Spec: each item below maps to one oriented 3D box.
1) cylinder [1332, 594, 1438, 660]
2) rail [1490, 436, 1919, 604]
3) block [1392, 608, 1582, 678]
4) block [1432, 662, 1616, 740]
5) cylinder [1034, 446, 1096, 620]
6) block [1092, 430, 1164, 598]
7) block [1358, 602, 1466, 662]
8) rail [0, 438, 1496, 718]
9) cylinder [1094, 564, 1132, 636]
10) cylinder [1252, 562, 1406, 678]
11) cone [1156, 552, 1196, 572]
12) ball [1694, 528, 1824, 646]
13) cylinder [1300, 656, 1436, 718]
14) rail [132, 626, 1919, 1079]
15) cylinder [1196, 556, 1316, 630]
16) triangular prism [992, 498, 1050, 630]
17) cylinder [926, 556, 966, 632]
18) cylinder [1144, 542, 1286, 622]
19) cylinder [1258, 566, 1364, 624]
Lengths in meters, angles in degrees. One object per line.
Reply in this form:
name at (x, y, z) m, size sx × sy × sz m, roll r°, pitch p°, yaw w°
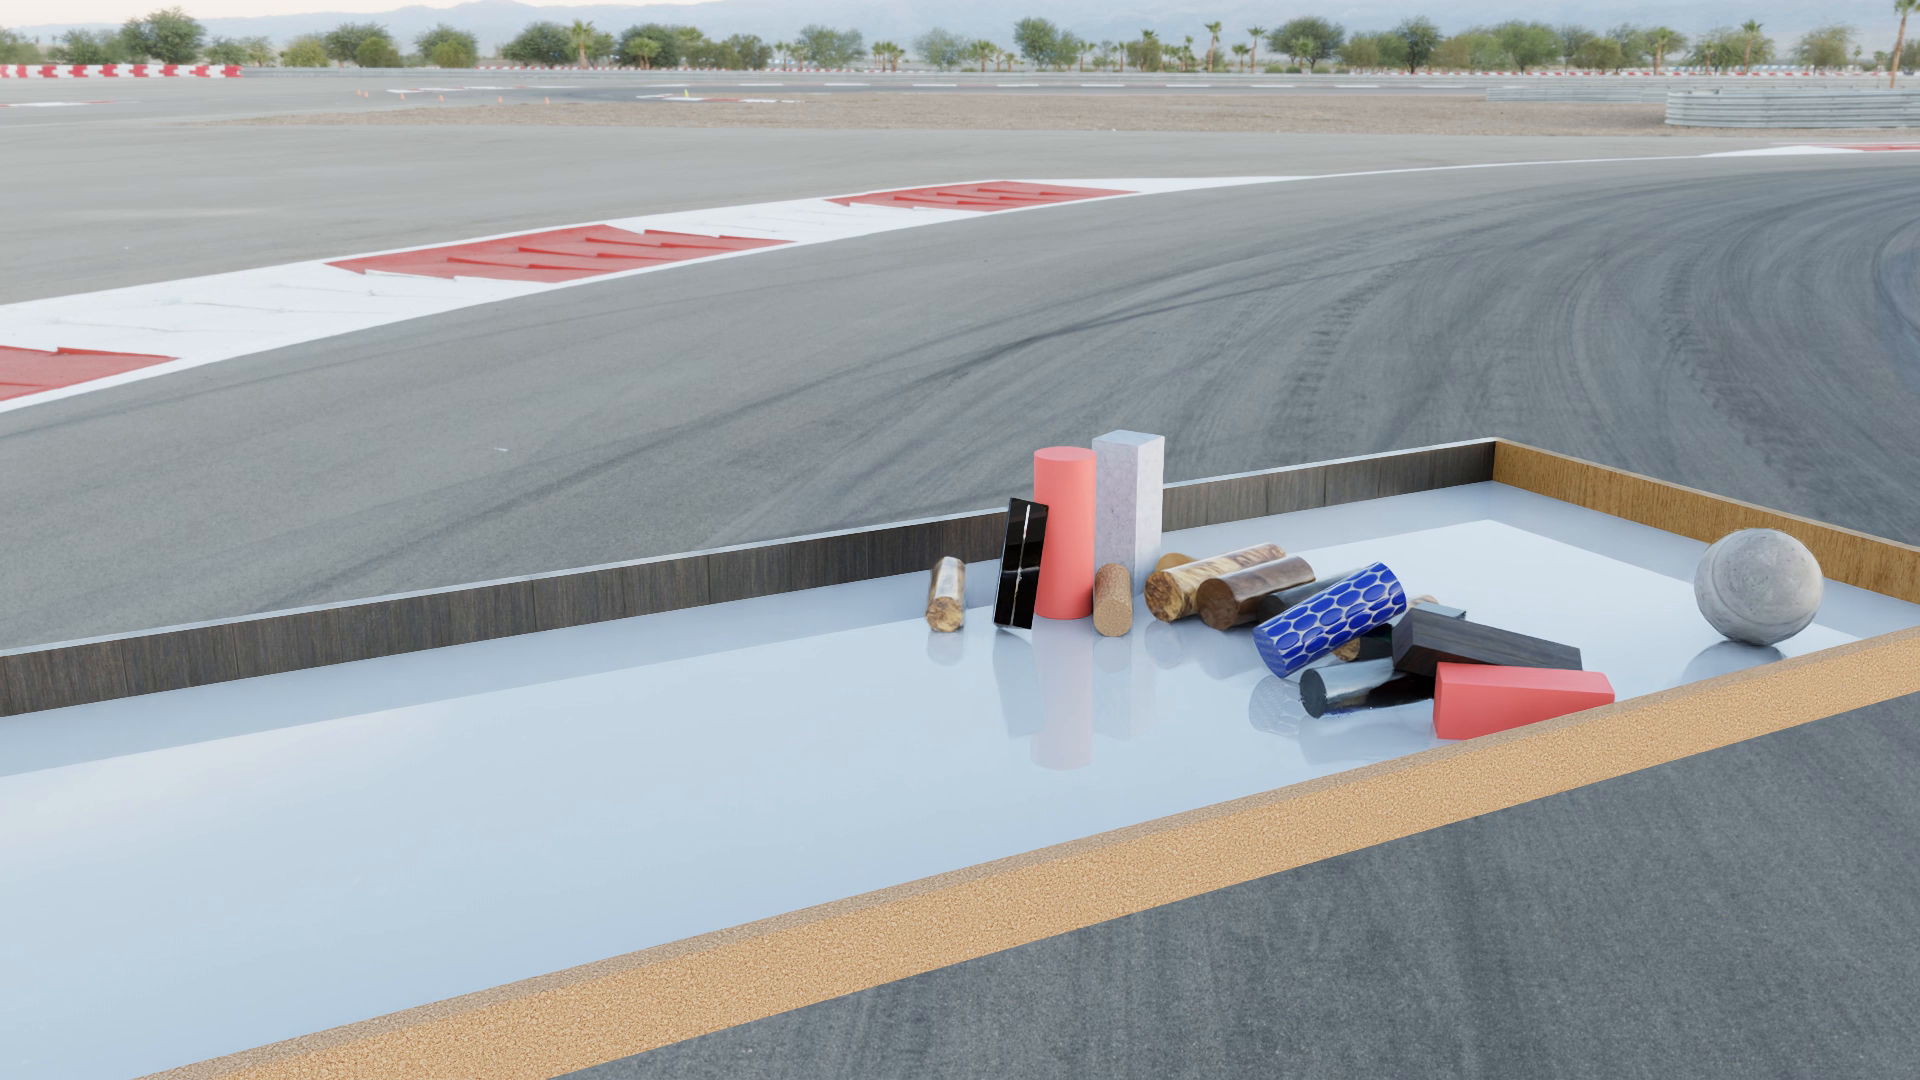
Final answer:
cylinder at (1.133, 0.230, 4.387) m, size 0.359 × 0.105 × 0.105 m, roll -13°, pitch 21°, yaw -38°
rail at (2.466, -0.048, 5.253) m, size 0.050 × 0.150 × 2.100 m, roll -9°, pitch 18°, yaw -27°
block at (1.260, 0.282, 3.943) m, size 0.432 × 0.107 × 0.107 m, roll 14°, pitch 52°, yaw -6°
block at (1.296, 0.382, 3.810) m, size 0.374 × 0.138 × 0.138 m, roll 3°, pitch 17°, yaw 10°
cylinder at (0.291, -0.020, 4.614) m, size 0.172 × 0.456 × 0.172 m, roll 0°, pitch 16°, yaw 0°
block at (0.486, -0.079, 4.821) m, size 0.152 × 0.452 × 0.152 m, roll 11°, pitch 20°, yaw 34°
block at (1.162, 0.268, 4.232) m, size 0.118 × 0.118 × 0.357 m, roll 14°, pitch 21°, yaw 39°
rail at (-3.305, 0.497, 3.399) m, size 12.000 × 0.150 × 0.050 m, roll -9°, pitch 18°, yaw -27°
cylinder at (0.428, 0.164, 4.610) m, size 0.105 × 0.105 × 0.340 m, roll 1°, pitch 16°, yaw 5°
cylinder at (0.937, 0.202, 4.182) m, size 0.363 × 0.147 × 0.147 m, roll -27°, pitch 23°, yaw -11°
cone at (0.707, 0.088, 4.949) m, size 0.123 × 0.123 × 0.333 m, roll 9°, pitch 8°, yaw 29°
ball at (2.120, 0.124, 4.382) m, size 0.311 × 0.311 × 0.311 m, roll 0°, pitch 16°, yaw 0°
cylinder at (1.043, 0.341, 3.981) m, size 0.442 × 0.119 × 0.119 m, roll -6°, pitch 17°, yaw -20°
rail at (-2.336, 1.006, 1.665) m, size 12.000 × 0.150 × 0.050 m, roll -9°, pitch 18°, yaw -27°
cylinder at (0.829, 0.145, 4.603) m, size 0.334 × 0.145 × 0.145 m, roll -13°, pitch 21°, yaw -37°
triangular prism at (0.148, 0.068, 4.514) m, size 0.115 × 0.344 × 0.099 m, roll 12°, pitch -9°, yaw -19°
cylinder at (-0.037, 0.151, 4.665) m, size 0.100 × 0.100 × 0.380 m, roll 0°, pitch 16°, yaw 2°
cylinder at (0.738, 0.116, 4.709) m, size 0.455 × 0.142 × 0.142 m, roll -13°, pitch 21°, yaw -37°
cylinder at (1.008, 0.167, 4.590) m, size 0.414 × 0.112 × 0.112 m, roll -13°, pitch 21°, yaw -37°
